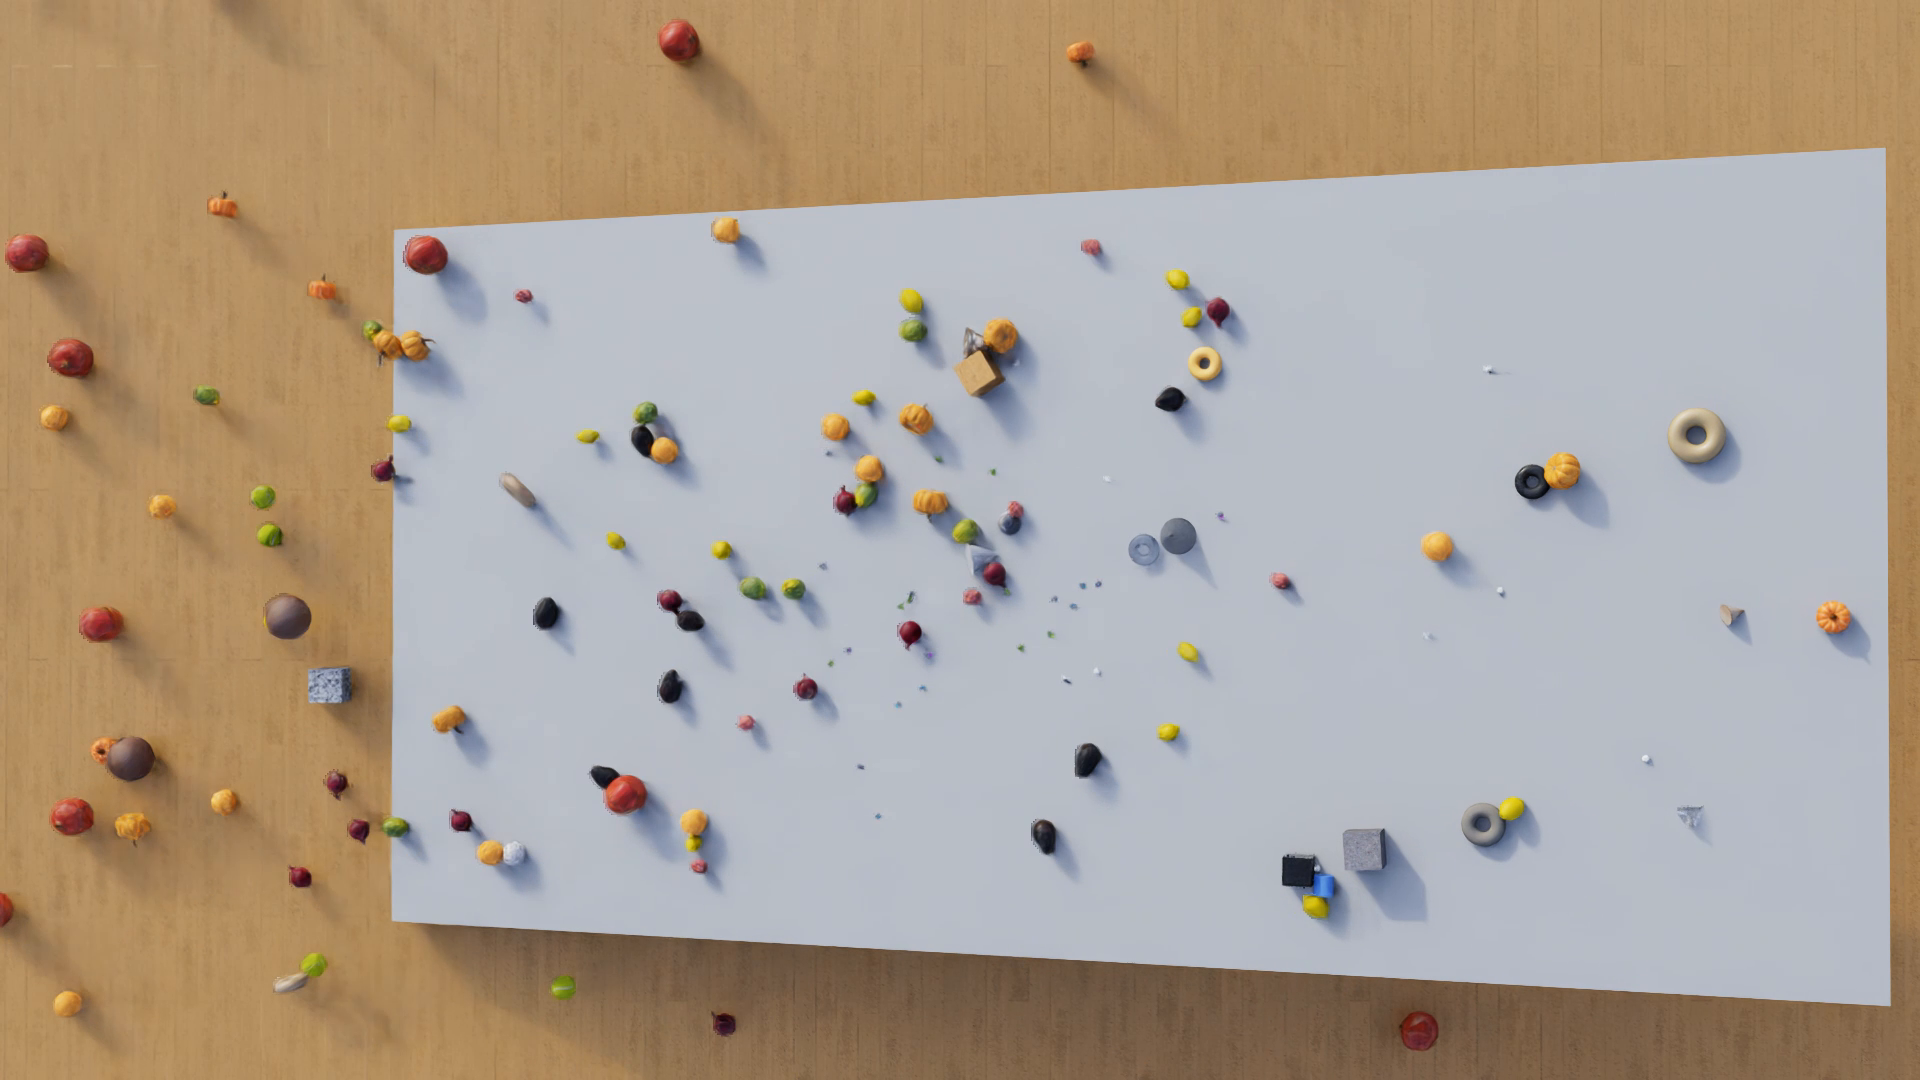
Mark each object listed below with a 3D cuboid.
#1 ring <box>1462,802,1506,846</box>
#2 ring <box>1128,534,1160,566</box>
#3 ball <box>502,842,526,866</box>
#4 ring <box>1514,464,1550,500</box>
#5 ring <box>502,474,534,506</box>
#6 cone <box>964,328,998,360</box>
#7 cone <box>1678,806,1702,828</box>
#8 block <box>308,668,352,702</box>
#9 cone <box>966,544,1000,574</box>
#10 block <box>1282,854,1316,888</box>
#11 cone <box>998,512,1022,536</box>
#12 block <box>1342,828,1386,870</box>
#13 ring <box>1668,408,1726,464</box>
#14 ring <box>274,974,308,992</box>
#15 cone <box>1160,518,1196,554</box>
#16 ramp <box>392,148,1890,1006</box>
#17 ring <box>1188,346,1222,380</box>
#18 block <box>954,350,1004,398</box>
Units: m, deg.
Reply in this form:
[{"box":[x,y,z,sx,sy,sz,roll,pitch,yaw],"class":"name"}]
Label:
[{"box":[1.282,0.697,5.384,0.107,0.036,0.107,0,90,19],"class":"ring"},{"box":[0.474,0.025,5.661,0.083,0.028,0.083,0,91,18],"class":"ring"},{"box":[-1.255,0.884,6.191,0.066,0.066,0.066,0,89,0],"class":"ball"},{"box":[1.396,-0.142,5.362,0.086,0.029,0.086,0,89,17],"class":"ring"},{"box":[-1.239,-0.138,6.171,0.115,0.115,0.038,43,77,1],"class":"ring"},{"box":[0.061,-0.513,5.796,0.091,0.091,0.091,2,89,-8],"class":"cone"},{"box":[1.749,0.648,5.238,0.055,0.055,0.055,-34,89,-18],"class":"cone"},{"box":[-1.836,0.423,6.405,0.097,0.097,0.097,-1,89,0],"class":"block"},{"box":[0.066,0.043,5.788,0.084,0.084,0.084,-10,89,-9],"class":"cone"},{"box":[0.848,0.827,5.505,0.071,0.071,0.071,0,89,18],"class":"block"},{"box":[0.121,-0.045,5.757,0.064,0.064,0.064,0,89,18],"class":"cone"},{"box":[1.002,0.766,5.445,0.091,0.091,0.091,-4,88,18],"class":"block"},{"box":[1.755,-0.249,5.239,0.134,0.045,0.134,0,89,20],"class":"ring"},{"box":[-1.942,1.288,6.390,0.098,0.098,0.033,-15,95,0],"class":"ring"},{"box":[0.546,-0.010,5.602,0.095,0.095,0.095,0,89,18],"class":"cone"},{"box":[0.276,0.093,5.791,4.000,0.100,2.000,0,89,18],"class":"ramp"},{"box":[0.626,-0.450,5.617,0.088,0.029,0.088,0,90,19],"class":"ring"},{"box":[0.051,-0.436,5.774,0.087,0.087,0.087,-32,80,15],"class":"block"}]
